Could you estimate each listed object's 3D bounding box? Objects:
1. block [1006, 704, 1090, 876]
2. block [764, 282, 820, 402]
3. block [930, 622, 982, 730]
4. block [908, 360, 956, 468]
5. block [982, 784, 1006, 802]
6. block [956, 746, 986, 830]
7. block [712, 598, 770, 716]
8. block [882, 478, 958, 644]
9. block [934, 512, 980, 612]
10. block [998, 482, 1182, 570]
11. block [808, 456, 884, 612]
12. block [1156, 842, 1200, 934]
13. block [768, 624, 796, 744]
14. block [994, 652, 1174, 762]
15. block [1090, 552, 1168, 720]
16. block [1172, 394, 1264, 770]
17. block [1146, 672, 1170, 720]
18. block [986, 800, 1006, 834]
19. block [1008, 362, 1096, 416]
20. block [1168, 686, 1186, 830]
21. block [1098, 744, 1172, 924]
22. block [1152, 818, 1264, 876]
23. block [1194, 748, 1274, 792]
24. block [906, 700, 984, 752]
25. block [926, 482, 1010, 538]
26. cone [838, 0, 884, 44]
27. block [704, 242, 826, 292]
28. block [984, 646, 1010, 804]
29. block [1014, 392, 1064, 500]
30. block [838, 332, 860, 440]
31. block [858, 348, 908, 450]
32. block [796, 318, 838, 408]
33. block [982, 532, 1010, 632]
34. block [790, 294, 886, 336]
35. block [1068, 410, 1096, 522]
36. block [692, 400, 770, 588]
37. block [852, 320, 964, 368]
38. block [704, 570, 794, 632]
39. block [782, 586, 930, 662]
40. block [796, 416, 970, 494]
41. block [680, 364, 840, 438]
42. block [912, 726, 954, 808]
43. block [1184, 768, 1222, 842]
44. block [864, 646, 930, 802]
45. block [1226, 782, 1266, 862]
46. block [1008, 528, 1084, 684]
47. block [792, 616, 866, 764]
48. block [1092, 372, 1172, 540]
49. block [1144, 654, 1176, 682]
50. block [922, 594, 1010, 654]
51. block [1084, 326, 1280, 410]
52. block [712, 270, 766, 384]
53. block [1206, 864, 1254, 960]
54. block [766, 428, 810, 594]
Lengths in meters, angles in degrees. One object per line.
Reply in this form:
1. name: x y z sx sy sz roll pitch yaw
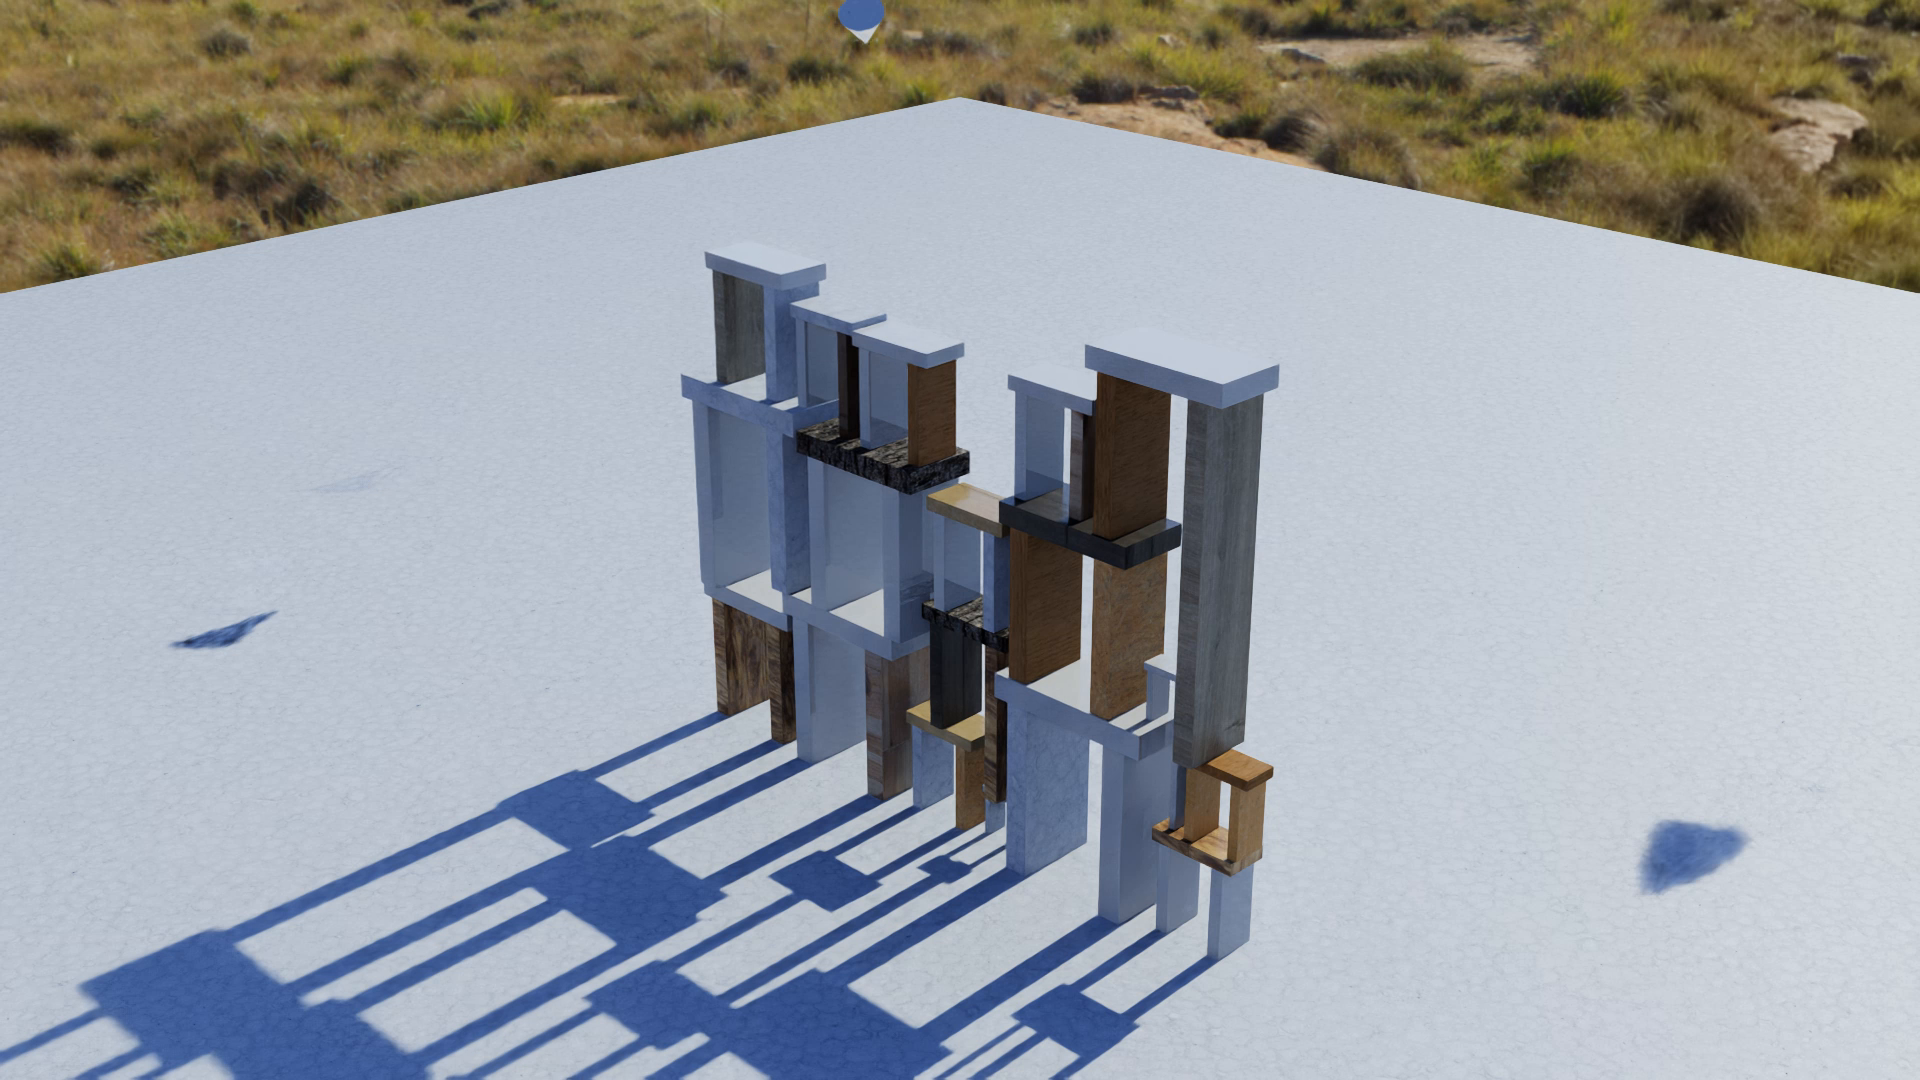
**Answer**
1. block: 0.170 0.452 4.238 0.051 0.357 0.179 21 31 41
2. block: -0.336 -0.406 4.418 0.033 0.236 0.118 22 31 40
3. block: -0.007 0.251 4.344 0.032 0.226 0.113 21 31 41
4. block: -0.053 -0.248 4.177 0.029 0.202 0.101 21 31 40
5. block: 0.092 0.498 4.341 0.045 0.013 0.090 -21 31 -41
6. block: 0.032 0.481 4.393 0.026 0.184 0.092 21 31 41
7. block: -0.475 0.238 4.848 0.039 0.275 0.138 21 31 41
8. block: -0.076 0.026 4.321 0.046 0.324 0.162 22 31 40
9. block: -0.005 0.029 4.239 0.100 0.200 0.028 -21 31 -41
10. block: 0.232 -0.030 3.954 0.304 0.043 0.152 21 31 41
11. block: -0.229 -0.034 4.462 0.046 0.324 0.162 21 31 40
12. block: 0.403 0.625 4.053 0.026 0.183 0.091 21 31 41
13. block: -0.345 0.288 4.728 0.039 0.275 0.138 21 31 41
14. block: 0.254 0.297 4.081 0.357 0.051 0.179 21 31 41
15. block: 0.304 0.158 3.956 0.043 0.304 0.152 21 31 41
16. block: 0.442 0.065 3.775 0.149 0.676 0.042 -21 31 -41
17. block: 0.356 0.272 3.951 0.014 0.096 0.048 21 31 41
18. block: 0.070 0.537 4.380 0.013 0.090 0.045 21 31 41
19. block: 0.193 -0.270 3.908 0.203 0.029 0.101 21 31 41
20. block: 0.401 0.382 3.948 0.014 0.296 0.048 21 31 41
21. block: 0.339 0.518 4.083 0.051 0.357 0.179 21 31 41
22. block: 0.446 0.546 3.972 0.183 0.026 0.091 21 31 41
23. block: 0.472 0.397 3.884 0.074 0.021 0.148 -21 31 -41
24. block: -0.011 0.367 4.392 0.184 0.026 0.092 21 31 41
25. block: 0.042 -0.057 4.151 0.100 0.028 0.200 -21 31 -41
26. cone: -0.274 -1.459 6.275 0.133 0.133 0.133 -2 62 3
27. block: -0.391 -0.551 4.416 0.118 0.033 0.236 -21 31 -40
28. block: 0.099 0.342 4.266 0.113 0.333 0.032 -21 31 -41
29. block: 0.145 -0.182 3.997 0.029 0.203 0.101 21 31 41
30. block: -0.195 -0.311 4.307 0.091 0.217 0.026 -21 31 -40
31. block: -0.148 -0.285 4.265 0.029 0.202 0.101 21 31 40
32. block: -0.282 -0.362 4.382 0.091 0.183 0.026 -21 31 -41
33. block: 0.089 0.066 4.152 0.100 0.200 0.028 -21 31 -41
34. block: -0.239 -0.440 4.300 0.091 0.026 0.183 -21 31 -40
35. block: 0.240 -0.145 3.909 0.029 0.203 0.101 21 31 41
36. block: -0.478 -0.117 4.701 0.050 0.415 0.177 21 31 41
37. block: -0.099 -0.373 4.176 0.202 0.029 0.101 21 31 40
38. block: -0.410 0.118 4.727 0.275 0.039 0.138 21 31 41
39. block: -0.193 0.150 4.503 0.165 0.047 0.329 -21 31 -41
40. block: -0.153 -0.173 4.318 0.324 0.046 0.162 21 31 41
41. block: -0.394 -0.299 4.533 0.354 0.050 0.177 21 31 41
42. block: -0.054 0.447 4.473 0.026 0.184 0.092 21 31 41
43. block: 0.437 0.461 3.950 0.021 0.149 0.074 21 31 41
44. block: -0.116 0.354 4.505 0.047 0.329 0.165 21 31 41
45. block: 0.507 0.489 3.885 0.021 0.149 0.074 21 31 41
46. block: 0.160 0.102 4.088 0.043 0.304 0.152 21 31 41
47. block: -0.271 0.293 4.648 0.165 0.329 0.047 -21 31 -41
48. block: 0.301 -0.164 3.831 0.042 0.299 0.149 21 31 41
49. block: 0.379 0.231 3.909 0.048 0.014 0.096 -21 31 -40
50. block: 0.046 0.153 4.244 0.113 0.032 0.226 -21 31 -41
51. block: 0.371 -0.293 3.699 0.149 0.042 0.299 -21 31 -41
52. block: -0.448 -0.449 4.520 0.118 0.236 0.033 -21 31 -41
53. block: 0.489 0.659 3.974 0.026 0.183 0.091 21 31 41
54. block: -0.311 -0.081 4.535 0.177 0.354 0.050 -21 31 -41
